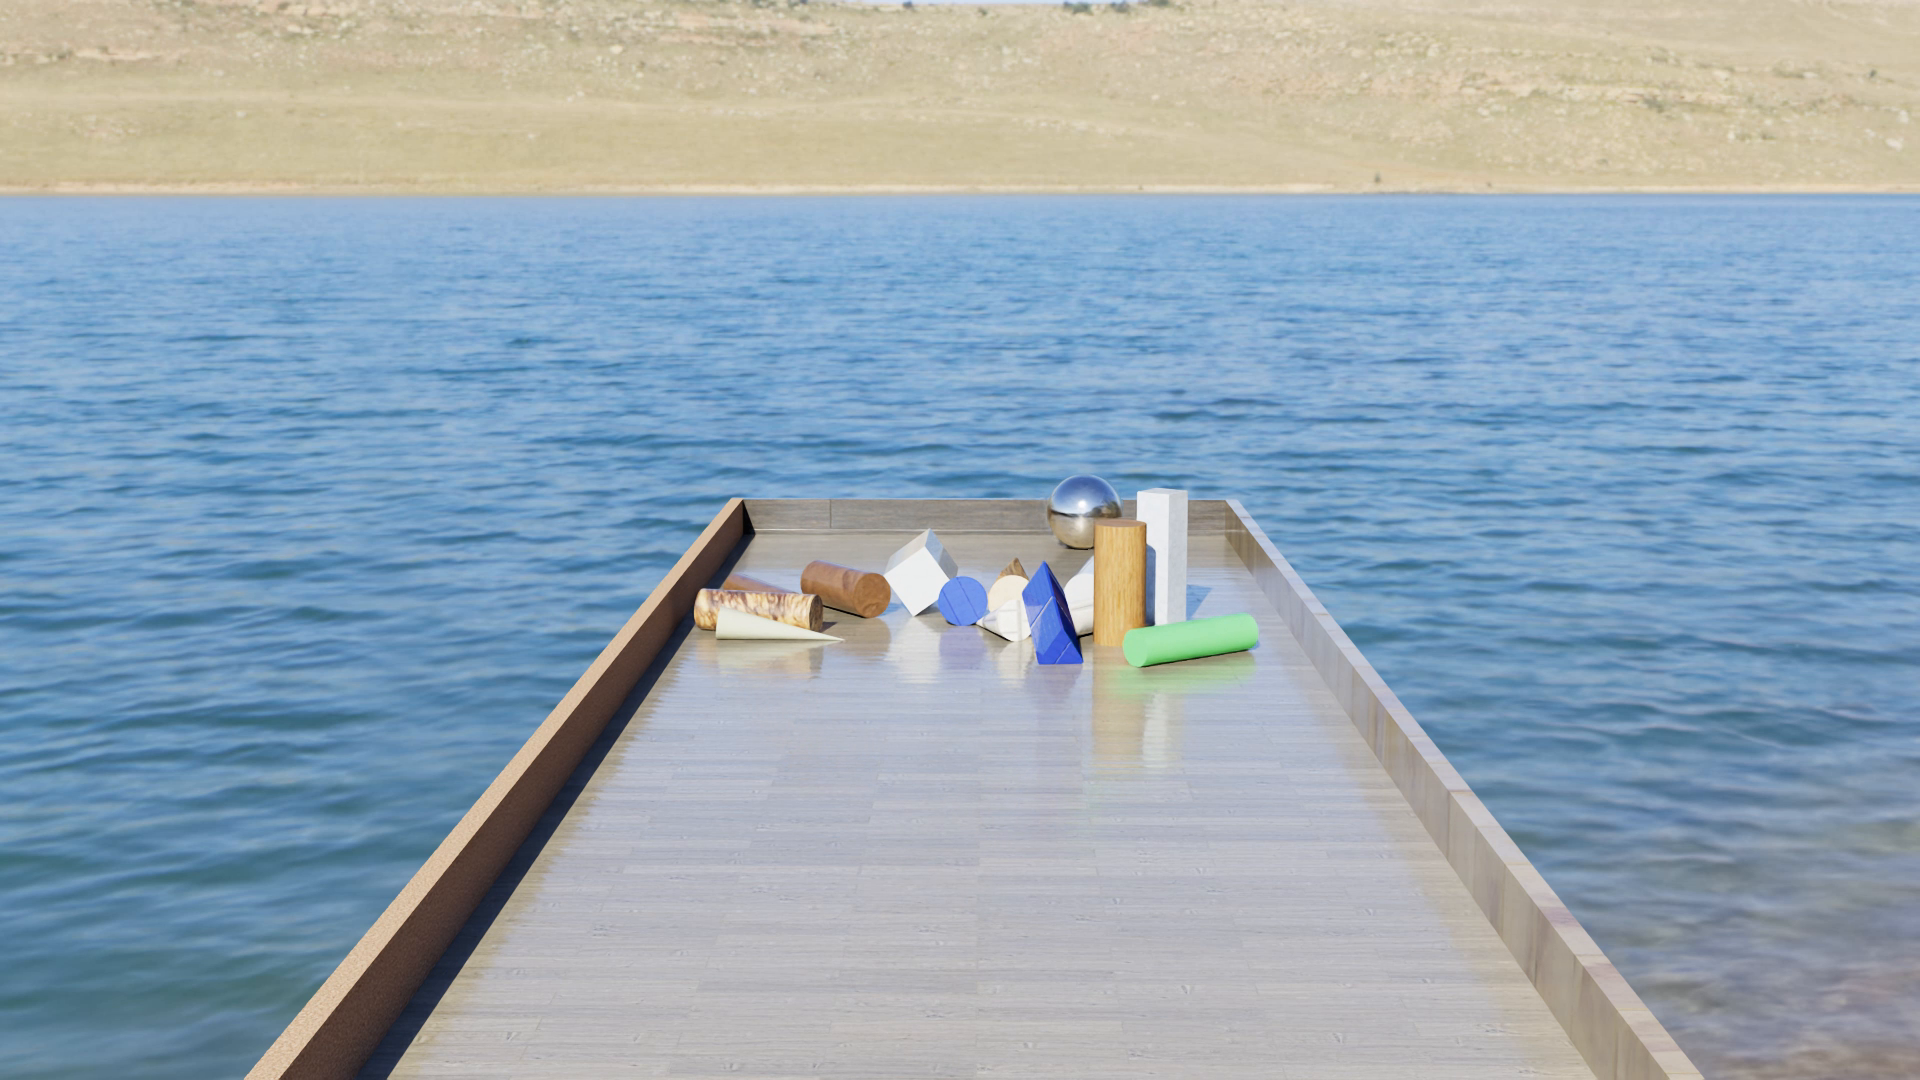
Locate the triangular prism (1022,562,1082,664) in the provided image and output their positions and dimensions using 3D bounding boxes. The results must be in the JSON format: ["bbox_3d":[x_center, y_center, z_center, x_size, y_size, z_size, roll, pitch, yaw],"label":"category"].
[{"bbox_3d":[0.285,0.219,6.812,0.136,0.117,0.446,-1,27,-5],"label":"triangular prism"}]

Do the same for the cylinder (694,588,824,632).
[{"bbox_3d":[-0.650,0.234,7.111,0.394,0.134,0.134,3,9,16],"label":"cylinder"}]

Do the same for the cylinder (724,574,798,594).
[{"bbox_3d":[-0.659,0.196,7.441,0.104,0.104,0.446,-5,10,-30],"label":"cylinder"}]

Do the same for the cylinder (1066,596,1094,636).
[{"bbox_3d":[0.438,0.240,7.133,0.114,0.114,0.391,8,12,40],"label":"cylinder"}]

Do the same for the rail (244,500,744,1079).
[{"bbox_3d":[-1.004,0.839,3.234,0.050,0.150,12.000,0,9,1],"label":"rail"}]

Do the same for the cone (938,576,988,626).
[{"bbox_3d":[0.013,0.208,7.439,0.163,0.163,0.415,0,-2,1],"label":"cone"}]

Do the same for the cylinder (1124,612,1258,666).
[{"bbox_3d":[0.708,0.304,6.725,0.446,0.115,0.115,-6,11,-35],"label":"cylinder"}]

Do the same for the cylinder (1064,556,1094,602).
[{"bbox_3d":[0.461,0.158,7.500,0.160,0.160,0.412,2,9,11],"label":"cylinder"}]

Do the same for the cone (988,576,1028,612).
[{"bbox_3d":[0.235,0.212,7.406,0.168,0.168,0.394,3,-3,19],"label":"cone"}]

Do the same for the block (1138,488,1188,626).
[{"bbox_3d":[0.660,0.062,7.188,0.119,0.447,0.119,7,11,36],"label":"block"}]

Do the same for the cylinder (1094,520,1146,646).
[{"bbox_3d":[0.505,0.134,6.951,0.166,0.379,0.166,0,9,0],"label":"cylinder"}]

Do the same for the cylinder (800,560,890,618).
[{"bbox_3d":[-0.391,0.164,7.487,0.152,0.152,0.335,-6,11,-35],"label":"cylinder"}]

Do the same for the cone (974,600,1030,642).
[{"bbox_3d":[0.112,0.265,7.128,0.132,0.132,0.316,-4,-2,-25],"label":"cone"}]

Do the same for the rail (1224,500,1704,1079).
[{"bbox_3d":[1.046,0.843,3.208,0.050,0.150,12.000,0,9,1],"label":"rail"}]

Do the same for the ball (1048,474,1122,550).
[{"bbox_3d":[0.497,-0.113,8.769,0.299,0.299,0.299,0,9,0],"label":"ball"}]

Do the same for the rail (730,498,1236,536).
[{"bbox_3d":[0.099,-0.098,9.147,2.100,0.150,0.050,0,9,1],"label":"rail"}]

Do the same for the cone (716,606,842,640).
[{"bbox_3d":[-0.565,0.291,7.004,0.408,0.107,0.107,8,9,1],"label":"cone"}]

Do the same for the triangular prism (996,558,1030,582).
[{"bbox_3d":[0.175,0.135,7.820,0.116,0.101,0.301,2,9,10],"label":"triangular prism"}]

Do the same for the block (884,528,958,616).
[{"bbox_3d":[-0.131,0.107,7.567,0.171,0.171,0.404,-35,6,7],"label":"block"}]
